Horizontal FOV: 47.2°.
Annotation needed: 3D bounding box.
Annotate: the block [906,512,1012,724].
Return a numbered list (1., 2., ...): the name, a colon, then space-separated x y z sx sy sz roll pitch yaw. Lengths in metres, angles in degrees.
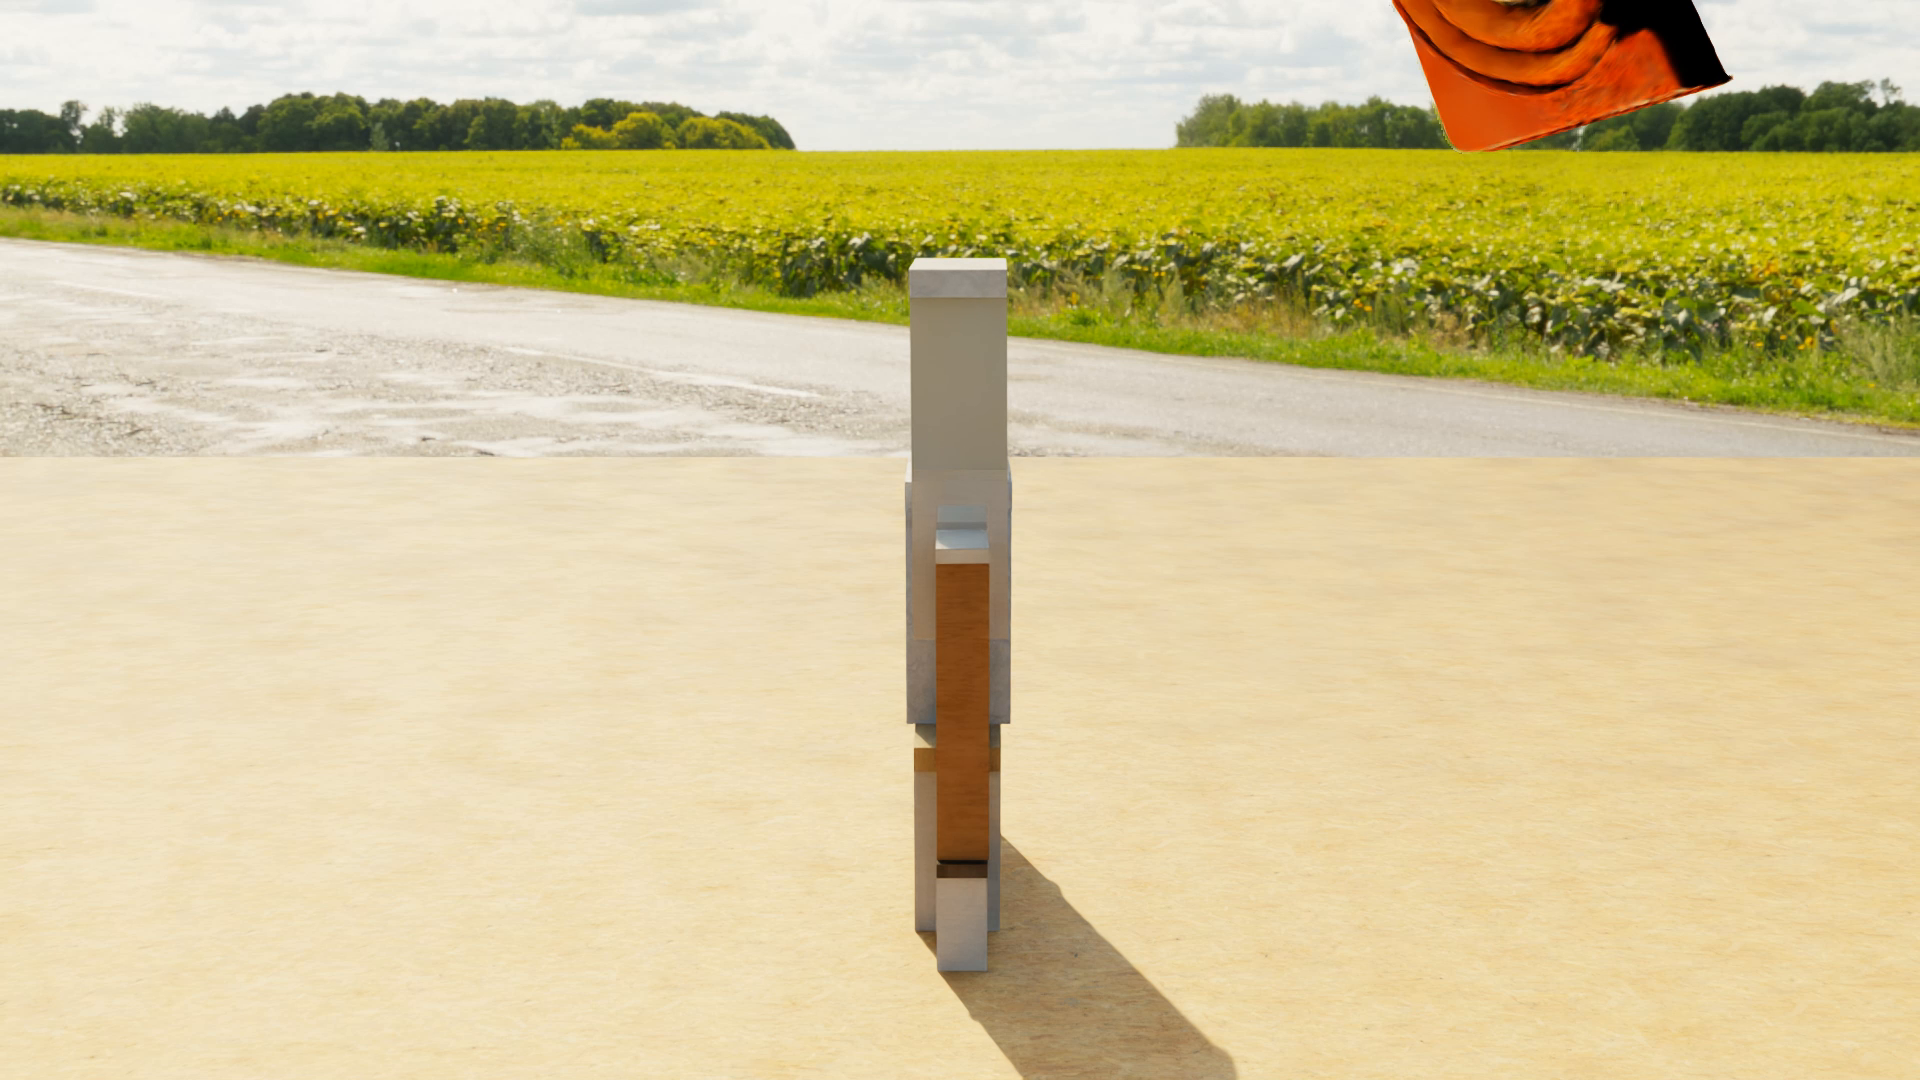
1. block: -0.002 0.119 3.543 0.169 0.353 0.048 0 11 0

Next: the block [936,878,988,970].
1. block: 0.003 0.576 3.328 0.076 0.152 0.022 0 11 0

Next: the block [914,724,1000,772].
1. block: -0.004 0.317 3.551 0.135 0.038 0.271 0 11 0

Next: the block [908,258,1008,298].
1. block: -0.001 -0.411 3.440 0.148 0.042 0.295 0 11 1

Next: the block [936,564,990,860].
1. block: 0.004 0.254 3.274 0.078 0.457 0.022 0 10 0

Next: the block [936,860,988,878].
1. block: 0.003 0.481 3.362 0.076 0.022 0.152 0 11 0

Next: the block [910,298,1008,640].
1. block: -0.001 -0.111 3.396 0.148 0.532 0.042 0 10 0

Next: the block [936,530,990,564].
1. block: 0.003 0.009 3.282 0.078 0.022 0.157 0 11 -1

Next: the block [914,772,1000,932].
1. block: -0.004 0.485 3.491 0.135 0.271 0.038 0 11 0

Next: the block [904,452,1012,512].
1. block: -0.002 -0.098 3.617 0.169 0.048 0.337 0 11 0
